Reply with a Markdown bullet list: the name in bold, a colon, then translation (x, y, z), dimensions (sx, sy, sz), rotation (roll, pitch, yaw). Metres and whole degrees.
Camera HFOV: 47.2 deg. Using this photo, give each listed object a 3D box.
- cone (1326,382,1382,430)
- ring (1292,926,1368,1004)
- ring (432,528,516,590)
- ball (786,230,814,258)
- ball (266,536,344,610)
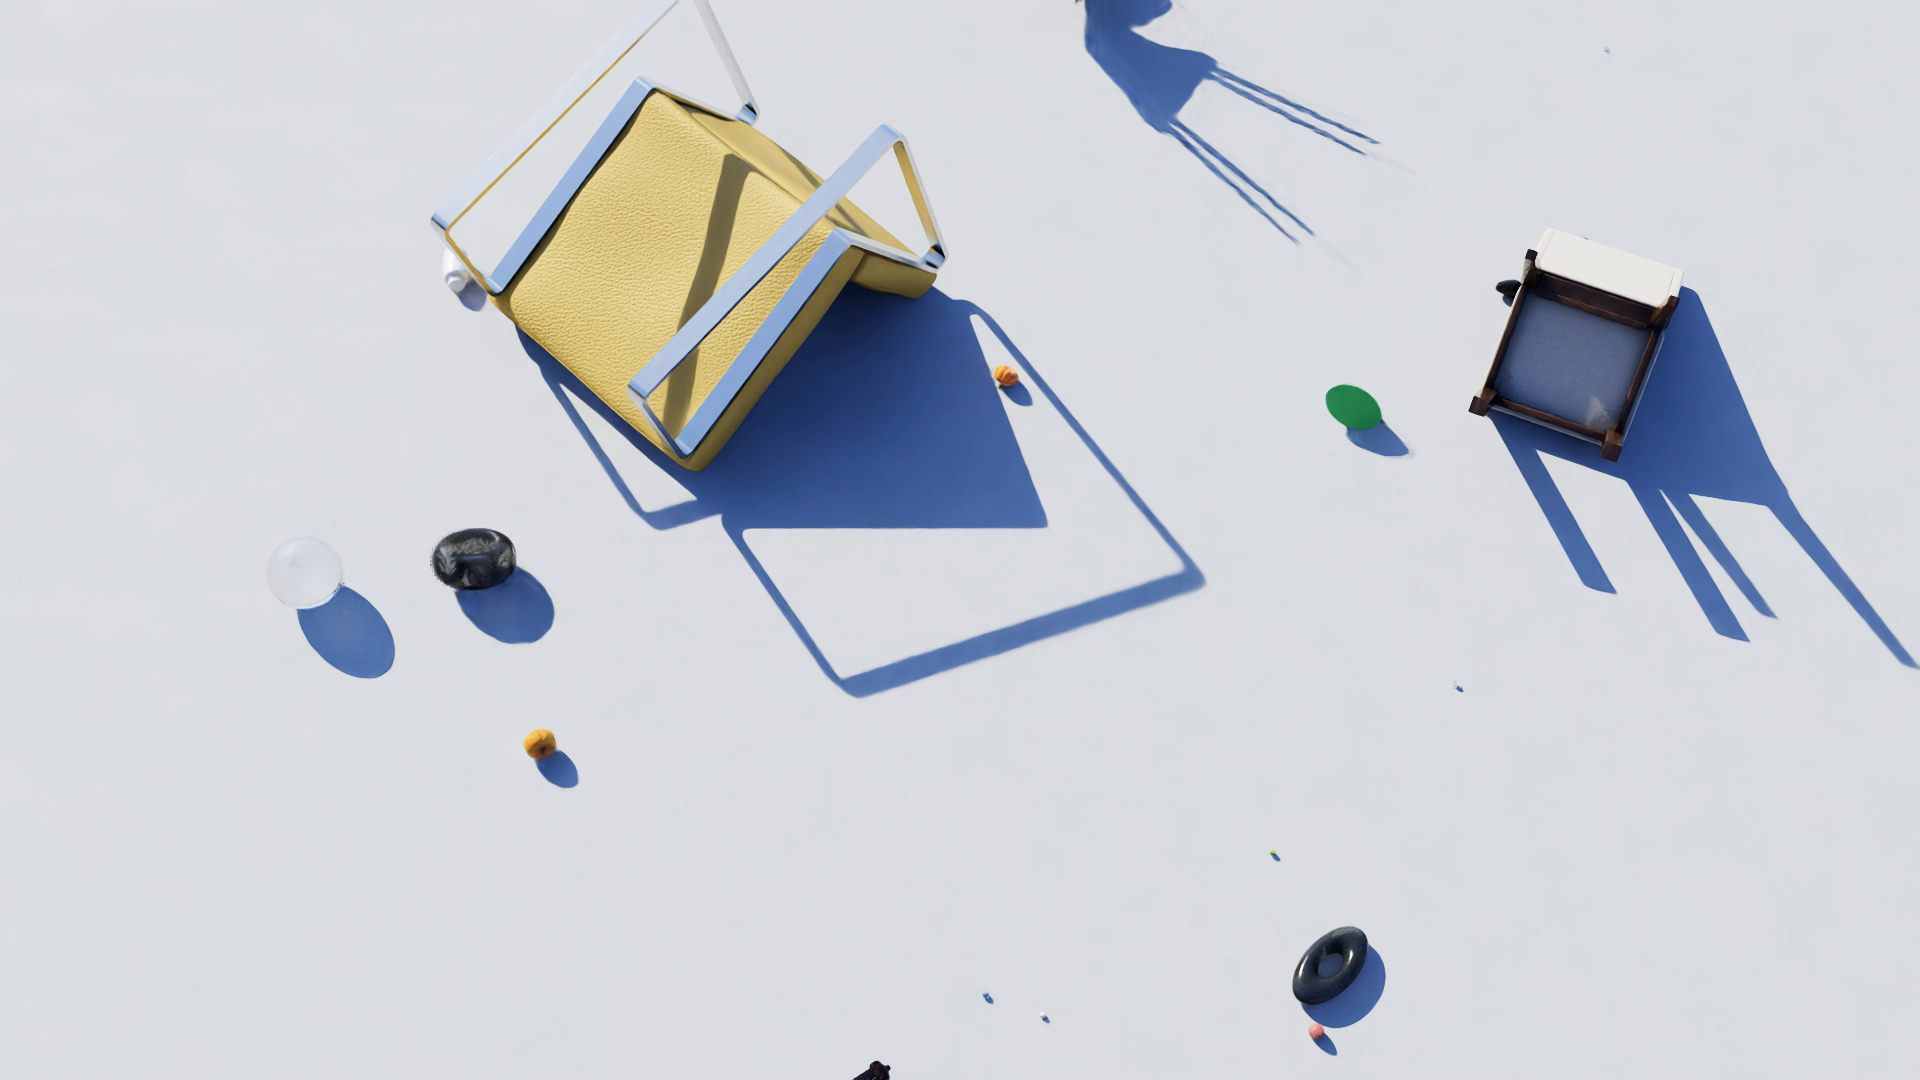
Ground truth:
- **cone**: translation (1.215, -0.454, 6.836), dimensions (0.197, 0.131, 0.174), rotation (33, 28, -16)
- **ring**: translation (0.974, 1.119, 5.786), dimensions (0.144, 0.062, 0.270), rotation (38, 63, 24)
- **ring**: translation (-1.421, 0.056, 6.441), dimensions (0.244, 0.127, 0.186), rotation (-6, 41, -15)
- **ball**: translation (-0.522, -0.965, 7.165), dimensions (0.093, 0.093, 0.093), rotation (0, 56, 0)
- **ball**: translation (-1.901, 0.096, 6.381), dimensions (0.213, 0.213, 0.213), rotation (0, 56, 0)
